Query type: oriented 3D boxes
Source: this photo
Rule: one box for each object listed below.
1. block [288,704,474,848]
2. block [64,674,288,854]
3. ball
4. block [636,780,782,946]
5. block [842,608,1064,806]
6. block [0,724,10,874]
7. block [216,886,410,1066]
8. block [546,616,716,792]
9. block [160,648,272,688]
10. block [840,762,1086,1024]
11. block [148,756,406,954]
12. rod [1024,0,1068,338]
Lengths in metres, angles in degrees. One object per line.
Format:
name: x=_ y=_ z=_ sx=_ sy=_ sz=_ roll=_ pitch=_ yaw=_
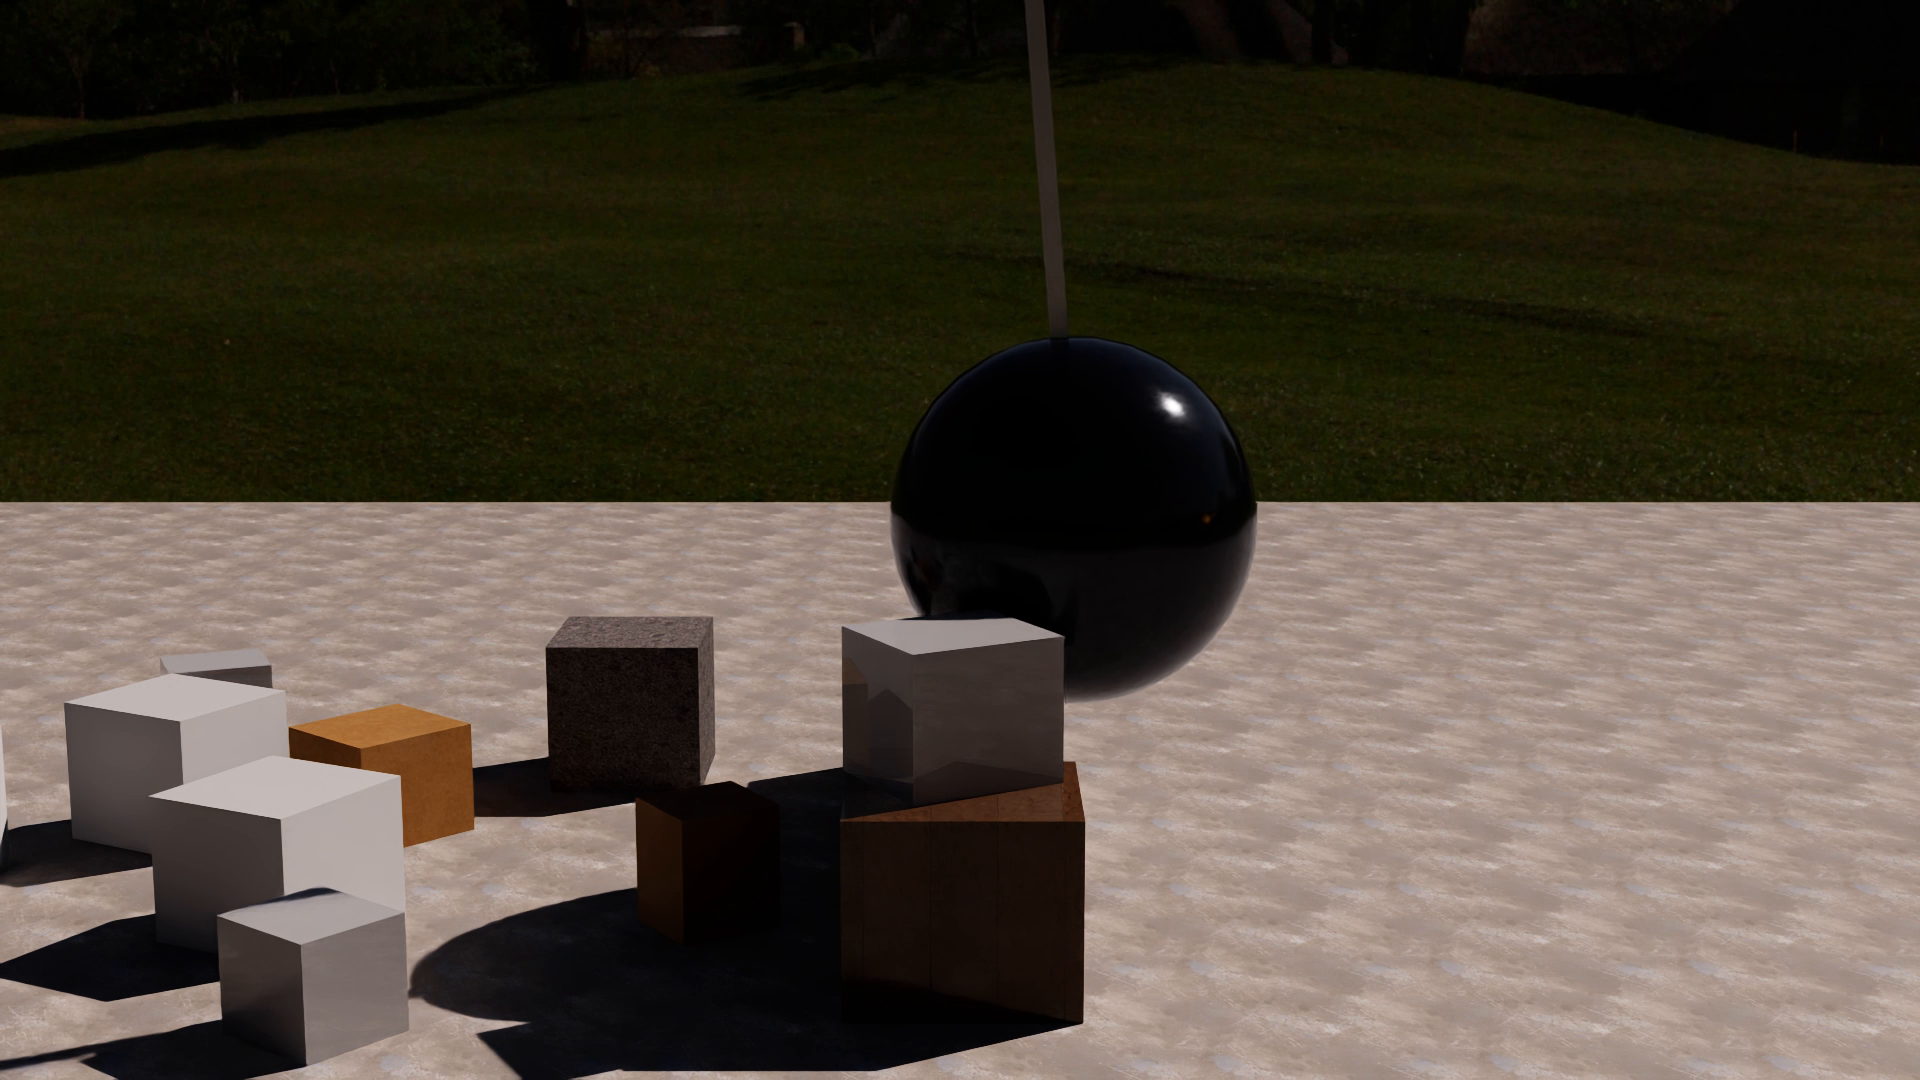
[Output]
block: x=-2.704 y=1.115 z=12.003 sx=0.579 sy=0.511 sz=0.609 roll=9 pitch=14 yaw=42
block: x=-3.647 y=1.047 z=11.988 sx=0.732 sy=0.650 sz=0.664 roll=6 pitch=12 yaw=28
ball: x=0.493 y=-0.089 z=11.164 sx=1.600 sy=1.600 sz=1.600 roll=0 pitch=10 yaw=0
block: x=-1.050 y=1.342 z=10.699 sx=0.450 sy=0.531 sz=0.429 roll=-7 pitch=12 yaw=-32
block: x=-0.031 y=0.641 z=10.022 sx=0.663 sy=0.584 sz=0.589 roll=-6 pitch=12 yaw=-29
block: x=-4.581 y=1.189 z=11.211 sx=0.645 sy=0.649 sz=0.518 roll=0 pitch=10 yaw=-2
block: x=-2.389 y=1.601 z=9.481 sx=0.506 sy=0.458 sz=0.463 roll=8 pitch=13 yaw=39
block: x=-1.656 y=0.822 z=12.999 sx=0.748 sy=0.732 sz=0.731 roll=0 pitch=10 yaw=0
block: x=-3.975 y=0.849 z=13.729 sx=0.523 sy=0.417 sz=0.441 roll=-4 pitch=11 yaw=-23
block: x=0.010 y=1.349 z=9.950 sx=0.906 sy=0.785 sz=0.843 roll=0 pitch=10 yaw=0
block: x=-2.813 y=1.315 z=10.609 sx=0.702 sy=0.617 sz=0.718 roll=5 pitch=12 yaw=27
rod: x=0.213 y=-3.423 z=10.558 sx=0.080 sy=5.200 sz=0.080 roll=-5 pitch=10 yaw=1
